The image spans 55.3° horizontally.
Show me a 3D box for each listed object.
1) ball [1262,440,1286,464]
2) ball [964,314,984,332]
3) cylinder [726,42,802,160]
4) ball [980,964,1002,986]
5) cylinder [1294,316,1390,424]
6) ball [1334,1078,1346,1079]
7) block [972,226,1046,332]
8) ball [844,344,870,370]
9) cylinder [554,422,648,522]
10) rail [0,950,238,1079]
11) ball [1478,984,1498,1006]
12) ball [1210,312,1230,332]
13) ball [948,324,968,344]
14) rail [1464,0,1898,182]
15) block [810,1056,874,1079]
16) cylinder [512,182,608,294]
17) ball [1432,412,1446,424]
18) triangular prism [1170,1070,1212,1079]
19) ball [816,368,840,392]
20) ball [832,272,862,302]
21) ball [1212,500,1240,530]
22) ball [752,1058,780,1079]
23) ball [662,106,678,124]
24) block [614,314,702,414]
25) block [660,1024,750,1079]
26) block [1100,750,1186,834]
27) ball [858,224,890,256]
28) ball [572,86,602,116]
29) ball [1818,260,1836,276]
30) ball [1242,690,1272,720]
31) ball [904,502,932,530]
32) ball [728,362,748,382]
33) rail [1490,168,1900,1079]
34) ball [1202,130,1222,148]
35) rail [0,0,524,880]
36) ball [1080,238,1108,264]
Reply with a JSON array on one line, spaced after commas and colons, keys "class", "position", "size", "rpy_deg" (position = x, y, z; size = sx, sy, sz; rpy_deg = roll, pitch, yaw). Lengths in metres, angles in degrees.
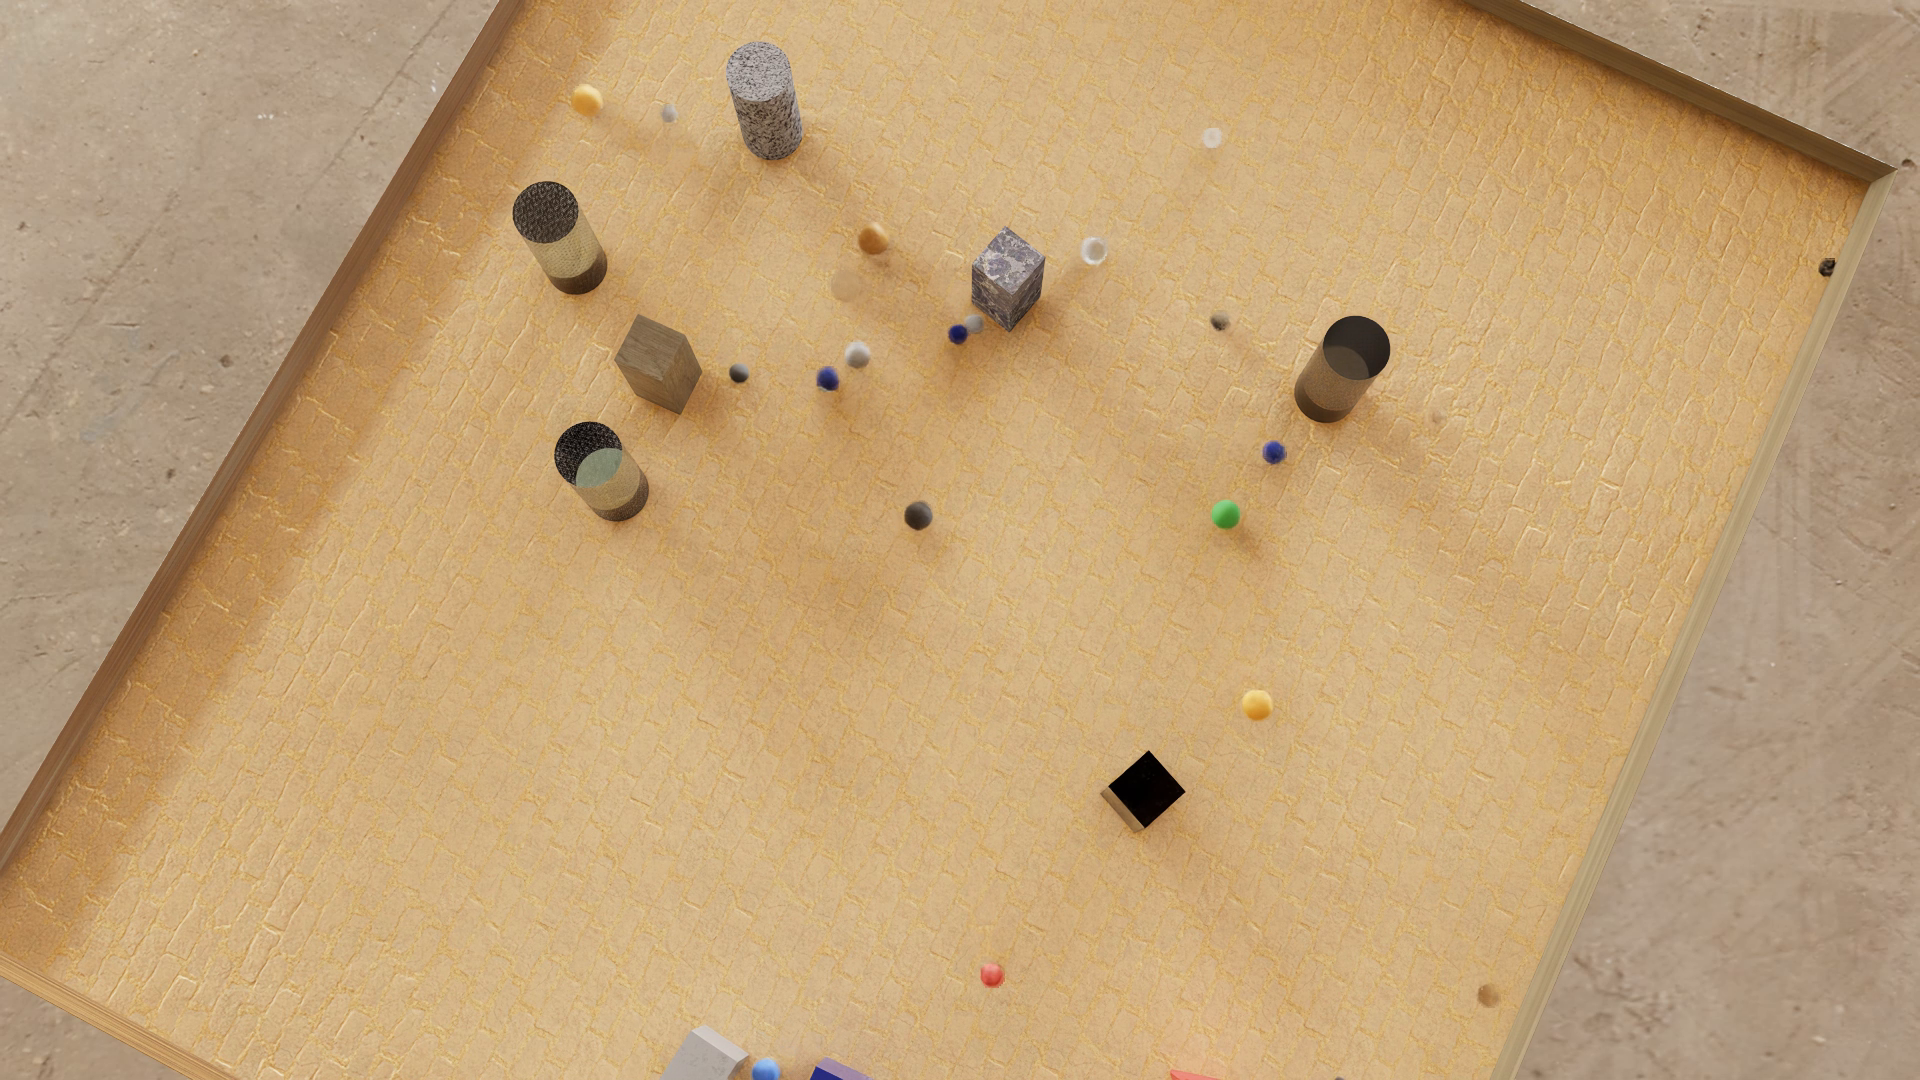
[{"class": "ball", "position": [0.964, -0.270, 5.636], "size": [0.072, 0.072, 0.072], "rpy_deg": [0, 78, 0]}, {"class": "ball", "position": [0.044, -0.678, 5.726], "size": [0.061, 0.061, 0.061], "rpy_deg": [0, 78, 0]}, {"class": "cylinder", "position": [-0.602, -1.354, 5.677], "size": [0.194, 0.430, 0.194], "rpy_deg": [0, 78, 0]}, {"class": "ball", "position": [0.091, 1.263, 5.321], "size": [0.066, 0.066, 0.066], "rpy_deg": [0, 78, 0]}, {"class": "cylinder", "position": [1.139, -0.505, 5.485], "size": [0.194, 0.463, 0.194], "rpy_deg": [0, 78, 0]}, {"class": "ball", "position": [1.093, 1.569, 5.267], "size": [0.049, 0.049, 0.049], "rpy_deg": [0, 78, 0]}, {"class": "block", "position": [0.145, -0.793, 5.601], "size": [0.155, 0.352, 0.155], "rpy_deg": [39, 81, 7]}, {"class": "ball", "position": [-0.319, -0.571, 5.694], "size": [0.081, 0.081, 0.081], "rpy_deg": [0, 78, 0]}, {"class": "cylinder", "position": [-1.055, -0.197, 5.425], "size": [0.194, 0.454, 0.194], "rpy_deg": [0, 78, 0]}, {"class": "rail", "position": [-1.048, 2.059, 5.125], "size": [4.199, 0.126, 0.045], "rpy_deg": [26, 80, 5]}, {"class": "ball", "position": [1.531, 1.321, 5.313], "size": [0.059, 0.059, 0.059], "rpy_deg": [0, 78, 0]}, {"class": "ball", "position": [0.815, -0.682, 5.726], "size": [0.062, 0.062, 0.062], "rpy_deg": [0, 78, 0]}, {"class": "ball", "position": [-0.006, -0.641, 5.718], "size": [0.061, 0.061, 0.061], "rpy_deg": [0, 78, 0]}, {"class": "rail", "position": [1.048, -2.046, 5.974], "size": [4.199, 0.126, 0.045], "rpy_deg": [26, 80, 5]}, {"class": "block", "position": [-0.350, 1.557, 5.101], "size": [0.155, 0.379, 0.155], "rpy_deg": [24, 79, 5]}, {"class": "cylinder", "position": [-1.212, -0.913, 5.576], "size": [0.194, 0.449, 0.194], "rpy_deg": [0, 78, 0]}, {"class": "ball", "position": [1.481, -0.379, 5.674], "size": [0.041, 0.041, 0.041], "rpy_deg": [0, 78, 0]}, {"class": "triangular prism", "position": [0.662, 1.546, 5.124], "size": [0.146, 0.337, 0.168], "rpy_deg": [41, 81, 8]}, {"class": "ball", "position": [-0.410, -0.494, 5.681], "size": [0.075, 0.075, 0.075], "rpy_deg": [0, 78, 0]}, {"class": "ball", "position": [-0.355, -0.791, 5.733], "size": [0.092, 0.092, 0.092], "rpy_deg": [0, 78, 0]}, {"class": "ball", "position": [0.811, -0.076, 5.587], "size": [0.089, 0.089, 0.089], "rpy_deg": [0, 78, 0]}, {"class": "ball", "position": [-0.555, 1.530, 5.259], "size": [0.079, 0.079, 0.079], "rpy_deg": [0, 78, 0]}, {"class": "ball", "position": [-0.930, -1.363, 5.871], "size": [0.054, 0.054, 0.054], "rpy_deg": [0, 78, 0]}, {"class": "block", "position": [-0.907, -0.526, 5.537], "size": [0.155, 0.369, 0.155], "rpy_deg": [24, 79, 5]}, {"class": "block", "position": [-0.717, 1.483, 5.161], "size": [0.155, 0.291, 0.155], "rpy_deg": [32, 80, 6]}, {"class": "block", "position": [0.526, 0.732, 5.307], "size": [0.155, 0.310, 0.155], "rpy_deg": [-40, 81, -8]}, {"class": "ball", "position": [-0.270, -0.944, 5.763], "size": [0.096, 0.096, 0.096], "rpy_deg": [0, 78, 0]}, {"class": "ball", "position": [-1.191, -1.402, 5.858], "size": [0.096, 0.096, 0.096], "rpy_deg": [0, 78, 0]}, {"class": "ball", "position": [2.732, -0.856, 5.767], "size": [0.052, 0.052, 0.052], "rpy_deg": [0, 78, 0]}, {"class": "ball", "position": [0.886, 0.493, 5.469], "size": [0.090, 0.090, 0.090], "rpy_deg": [0, 78, 0]}, {"class": "ball", "position": [-0.127, -0.073, 5.588], "size": [0.085, 0.085, 0.085], "rpy_deg": [0, 78, 0]}, {"class": "ball", "position": [-0.687, -0.520, 5.692], "size": [0.063, 0.063, 0.063], "rpy_deg": [0, 78, 0]}, {"class": "rail", "position": [1.857, 0.916, 5.362], "size": [0.045, 0.126, 4.734], "rpy_deg": [26, 80, 5]}, {"class": "ball", "position": [0.805, -1.279, 5.852], "size": [0.058, 0.058, 0.058], "rpy_deg": [0, 78, 0]}, {"class": "rail", "position": [-1.857, -0.902, 5.738], "size": [0.045, 0.126, 4.734], "rpy_deg": [26, 80, 5]}, {"class": "ball", "position": [0.422, -0.909, 5.761], "size": [0.086, 0.086, 0.086], "rpy_deg": [0, 78, 0]}]
